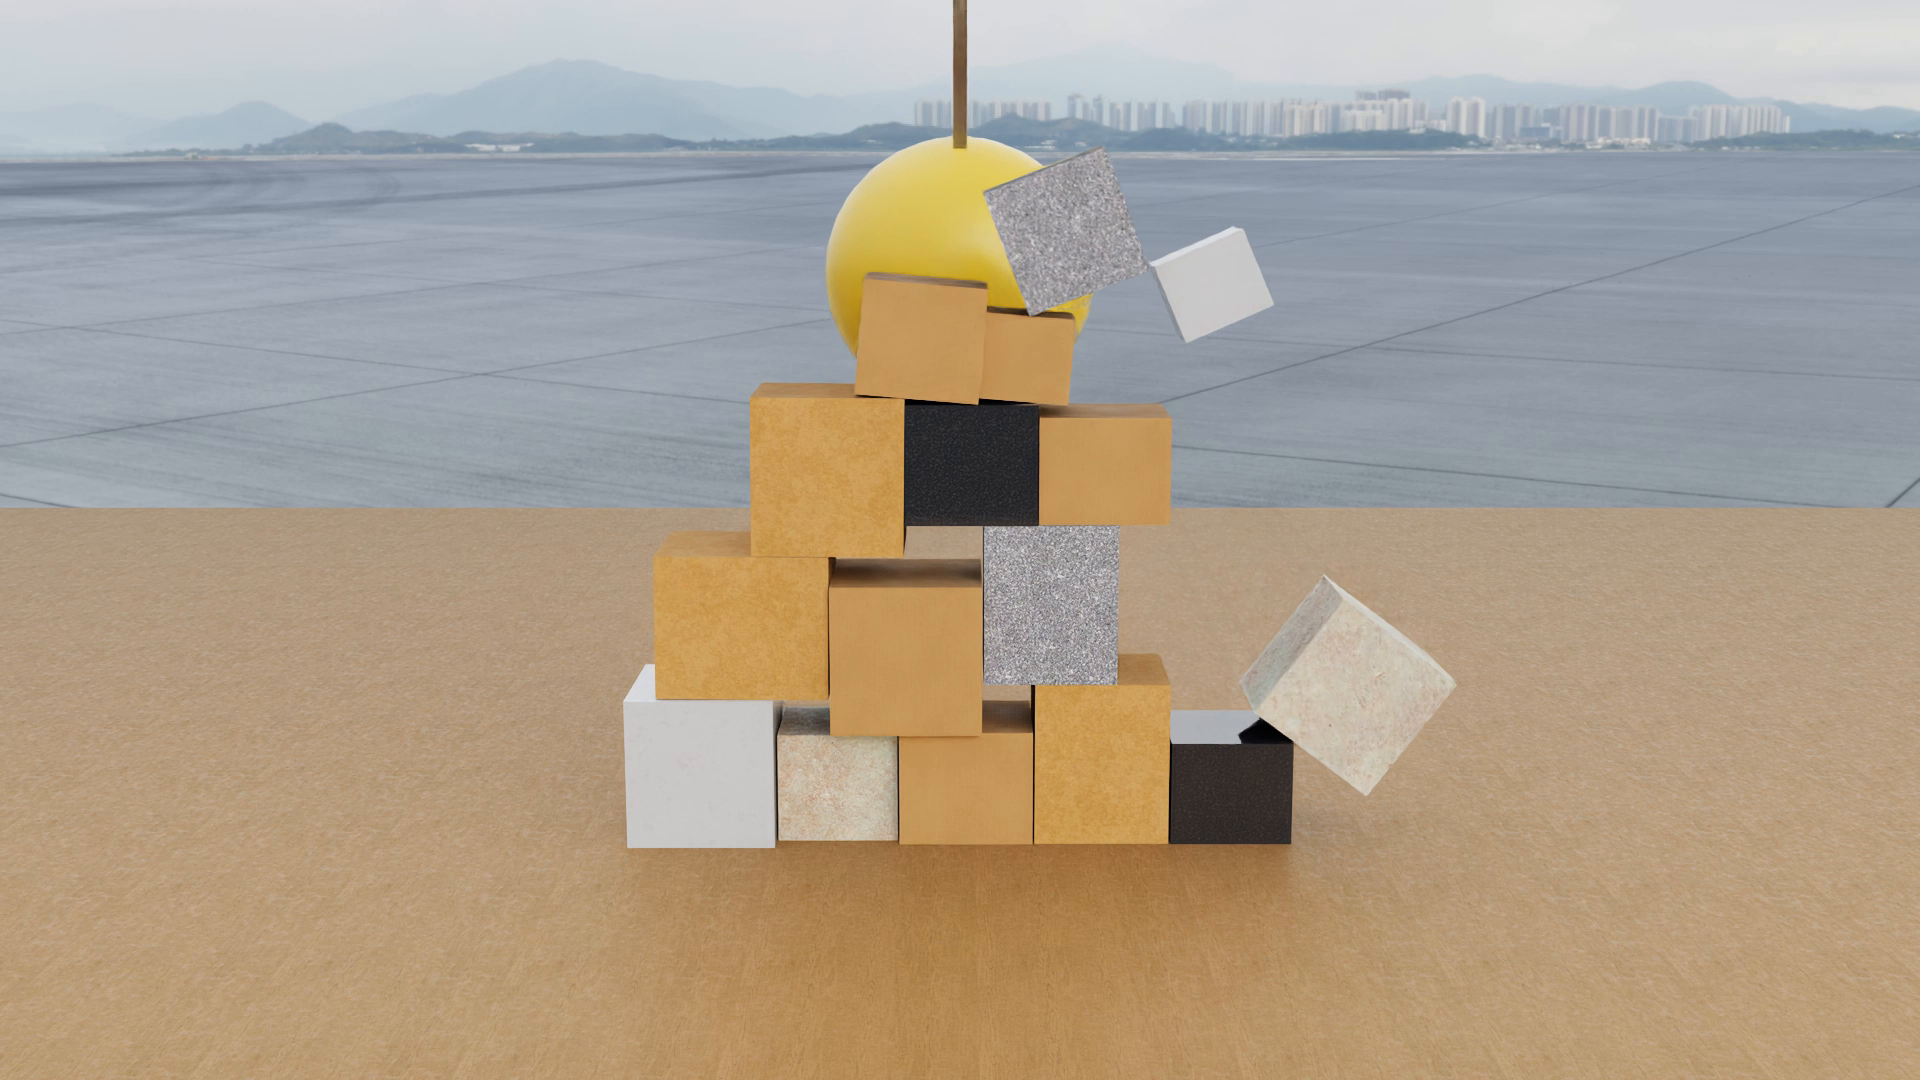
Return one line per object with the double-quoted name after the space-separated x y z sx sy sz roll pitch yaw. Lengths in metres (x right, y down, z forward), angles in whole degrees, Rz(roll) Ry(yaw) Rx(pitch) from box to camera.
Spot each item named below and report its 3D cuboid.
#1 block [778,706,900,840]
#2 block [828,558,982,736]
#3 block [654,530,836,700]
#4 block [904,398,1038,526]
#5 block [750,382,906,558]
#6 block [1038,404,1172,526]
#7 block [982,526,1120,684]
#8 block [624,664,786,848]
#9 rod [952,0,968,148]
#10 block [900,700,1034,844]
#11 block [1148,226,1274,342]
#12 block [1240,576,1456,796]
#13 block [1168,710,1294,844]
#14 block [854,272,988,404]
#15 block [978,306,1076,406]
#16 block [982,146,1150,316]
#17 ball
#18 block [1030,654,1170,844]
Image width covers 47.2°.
-0.618 1.203 11.409 0.606 0.550 0.582 0 10 0 "block"
-0.268 0.537 11.262 0.755 0.754 0.758 0 10 0 "block"
-1.083 0.375 11.246 0.862 0.721 0.725 1 10 0 "block"
0.056 -0.420 11.100 0.656 0.599 0.646 0 10 0 "block"
-0.652 -0.364 11.118 0.752 0.787 0.672 1 10 0 "block"
0.714 -0.390 11.116 0.648 0.532 0.607 0 10 0 "block"
0.453 0.268 11.236 0.666 0.804 0.675 0 10 0 "block"
-1.301 1.105 11.374 0.741 0.757 0.790 0 10 0 "block"
0.000 -4.501 11.276 0.080 5.200 0.080 0 31 0 "rod"
0.030 1.194 11.380 0.671 0.580 0.659 0 10 0 "block"
1.242 -1.274 10.941 0.465 0.402 0.444 -23 8 4 "block"
1.980 0.736 11.326 0.717 0.722 0.684 37 8 -5 "block"
1.368 1.220 11.388 0.610 0.525 0.660 0 10 0 "block"
-0.188 -1.015 10.979 0.606 0.563 0.590 5 10 -1 "block"
0.330 -0.926 10.999 0.441 0.422 0.443 5 10 -1 "block"
0.517 -1.537 10.901 0.625 0.632 0.554 -21 10 4 "block"
0.000 -1.572 13.003 1.600 1.600 1.600 0 10 0 "ball"
0.714 1.069 11.383 0.676 0.825 0.685 0 10 0 "block"
